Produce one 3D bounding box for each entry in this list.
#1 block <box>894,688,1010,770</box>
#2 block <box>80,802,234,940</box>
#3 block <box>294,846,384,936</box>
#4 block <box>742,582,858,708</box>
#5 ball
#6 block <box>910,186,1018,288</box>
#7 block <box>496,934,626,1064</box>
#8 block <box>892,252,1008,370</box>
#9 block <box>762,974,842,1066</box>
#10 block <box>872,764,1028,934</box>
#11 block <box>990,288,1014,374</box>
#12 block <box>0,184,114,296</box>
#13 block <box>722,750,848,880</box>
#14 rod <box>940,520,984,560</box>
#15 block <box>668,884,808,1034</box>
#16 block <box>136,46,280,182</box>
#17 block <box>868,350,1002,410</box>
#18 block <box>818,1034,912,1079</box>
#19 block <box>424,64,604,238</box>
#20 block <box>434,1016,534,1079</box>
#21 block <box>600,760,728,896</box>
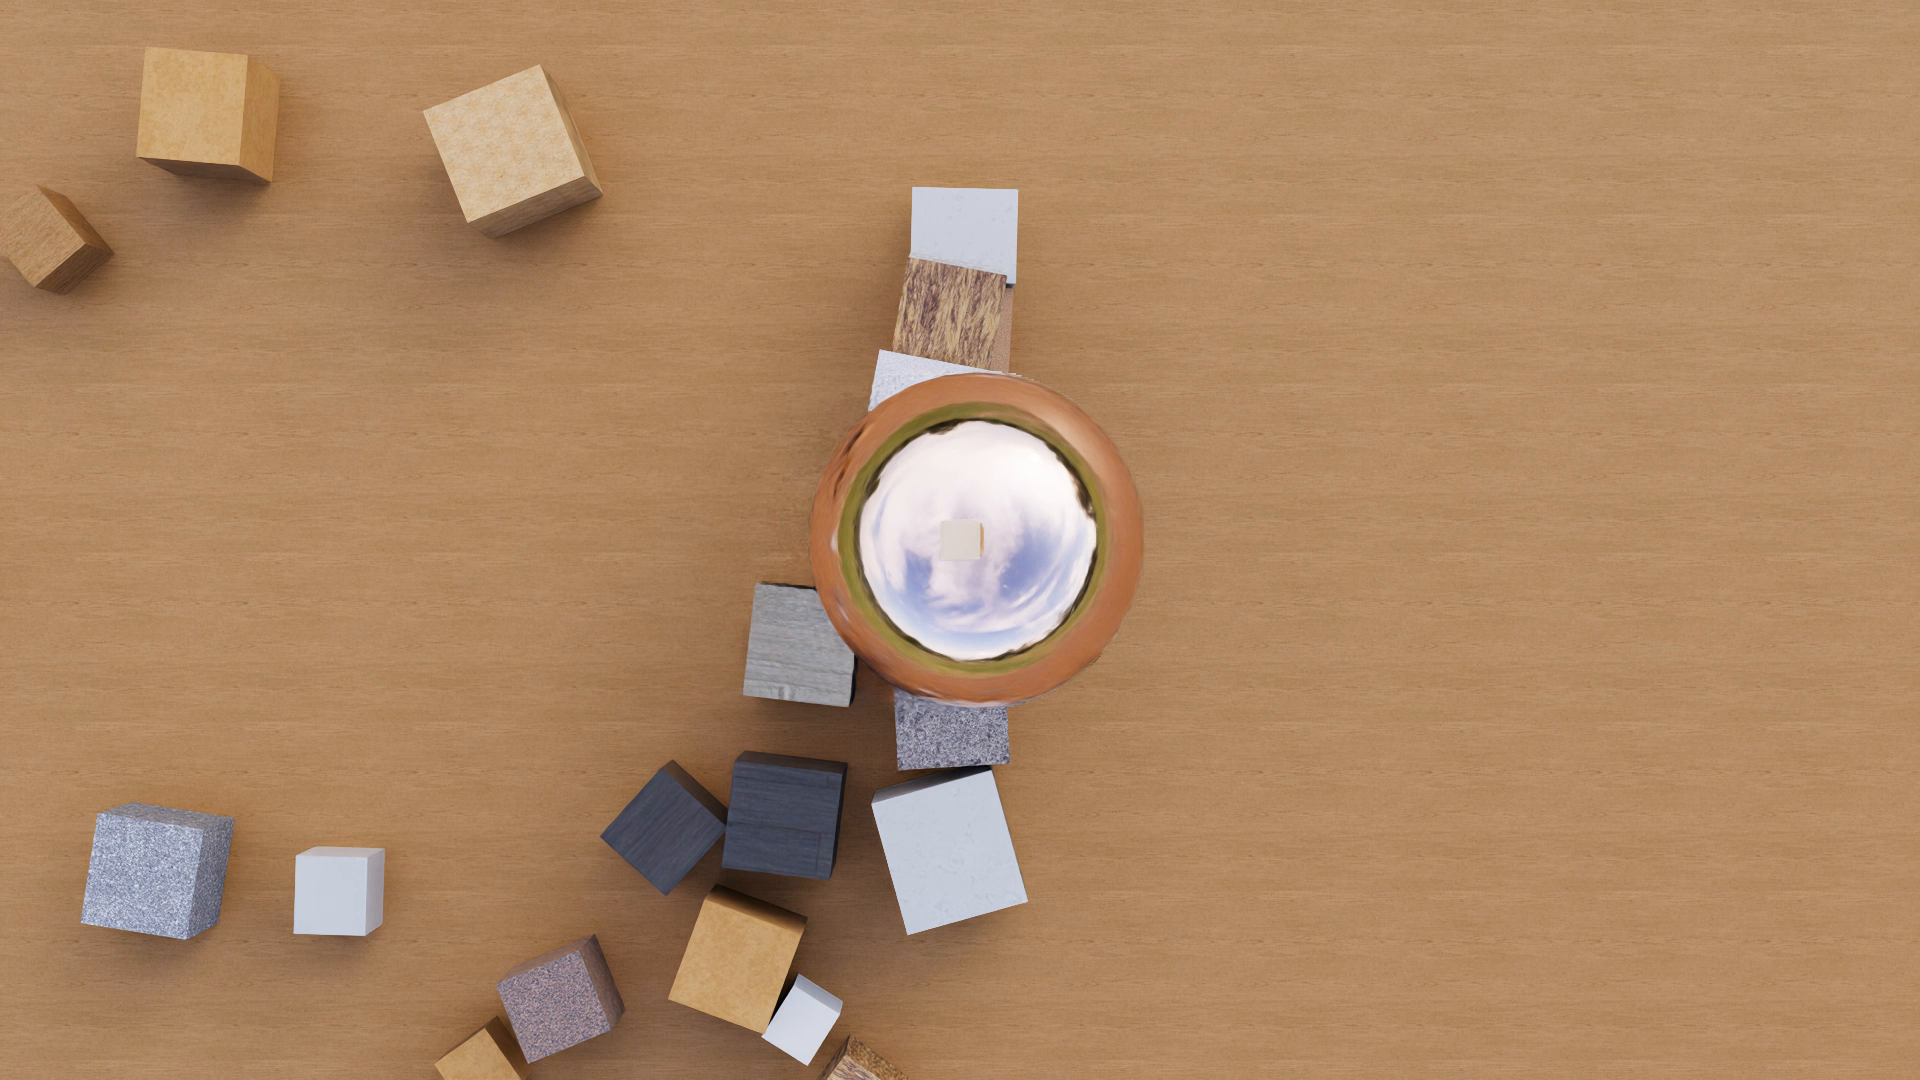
[{"bbox_3d":[-0.048,0.997,12.669,0.630,0.663,0.551,-3,90,0],"label":"block"},{"bbox_3d":[-4.636,1.906,12.732,0.607,0.536,0.631,9,90,0],"label":"block"},{"bbox_3d":[-3.611,2.040,12.809,0.410,0.383,0.448,2,90,0],"label":"block"},{"bbox_3d":[-0.889,0.594,12.694,0.603,0.612,0.634,7,90,0],"label":"block"},{"bbox_3d":[0.079,0.000,10.457,1.600,1.600,1.600,0,90,0],"label":"ball"},{"bbox_3d":[0.023,-1.711,12.669,0.593,0.661,0.525,1,90,0],"label":"block"},{"bbox_3d":[-2.304,2.647,12.729,0.511,0.542,0.487,-22,90,0],"label":"block"},{"bbox_3d":[-0.058,-1.255,12.066,0.538,0.605,0.533,10,100,-2],"label":"block"},{"bbox_3d":[-0.916,2.792,12.822,0.313,0.356,0.349,32,90,0],"label":"block"},{"bbox_3d":[-0.058,1.753,12.664,0.700,0.673,0.763,-16,90,0],"label":"block"},{"bbox_3d":[-0.009,-1.133,12.709,0.589,0.583,0.613,3,90,0],"label":"block"},{"bbox_3d":[-5.289,-1.740,12.782,0.387,0.435,0.446,-40,90,0],"label":"block"},{"bbox_3d":[-1.002,1.579,12.689,0.613,0.623,0.605,7,90,0],"label":"block"},{"bbox_3d":[0.034,0.000,7.057,0.080,5.200,0.080,0,90,1],"label":"rod"},{"bbox_3d":[-1.272,2.411,12.708,0.583,0.584,0.598,20,90,0],"label":"block"},{"bbox_3d":[-4.332,-2.449,12.703,0.581,0.594,0.624,5,90,0],"label":"block"},{"bbox_3d":[-0.161,-0.570,11.841,0.663,0.785,0.732,11,90,0],"label":"block"},{"bbox_3d":[-0.626,3.288,12.745,0.473,0.511,0.566,36,90,0],"label":"block"},{"bbox_3d":[-2.559,-2.224,12.667,0.708,0.667,0.674,-22,90,0],"label":"block"},{"bbox_3d":[-2.772,3.070,12.830,0.358,0.340,0.383,-35,90,0],"label":"block"},{"bbox_3d":[-1.685,1.662,12.755,0.513,0.491,0.527,42,90,0],"label":"block"}]
